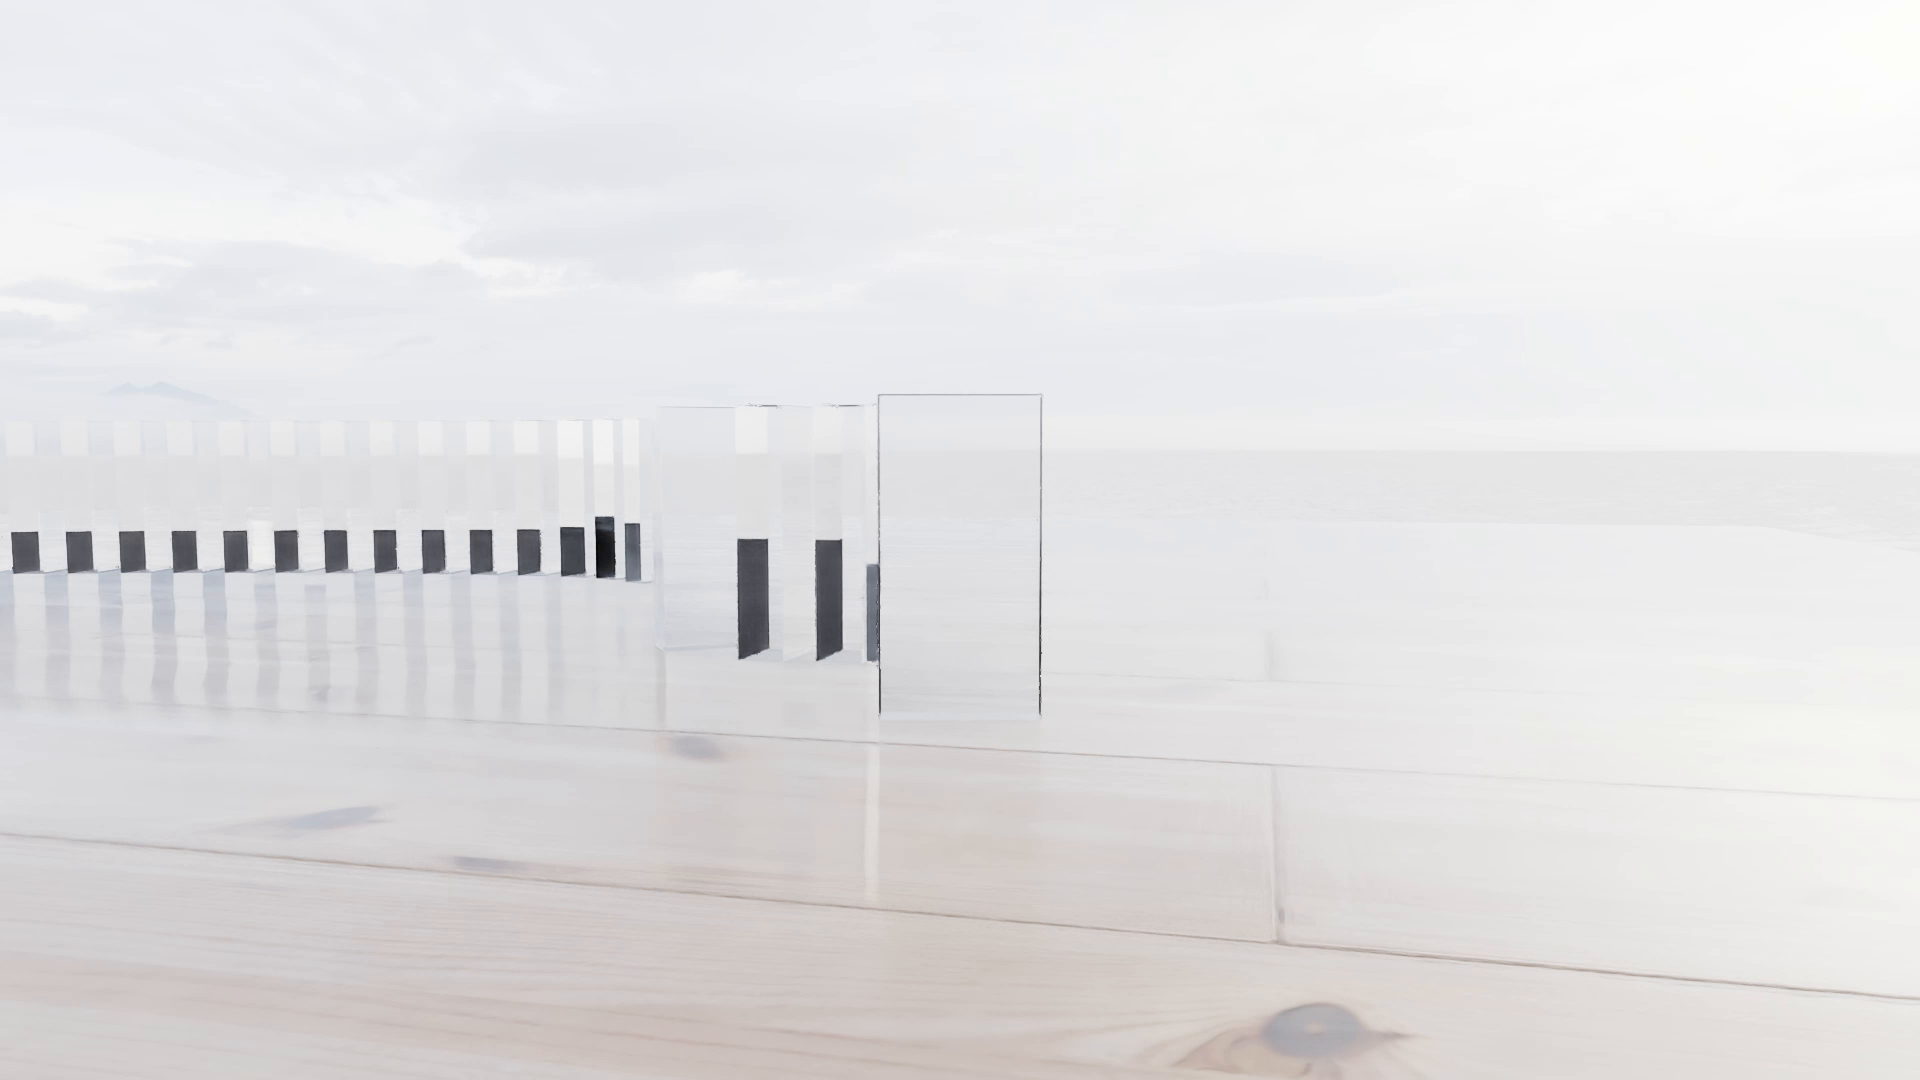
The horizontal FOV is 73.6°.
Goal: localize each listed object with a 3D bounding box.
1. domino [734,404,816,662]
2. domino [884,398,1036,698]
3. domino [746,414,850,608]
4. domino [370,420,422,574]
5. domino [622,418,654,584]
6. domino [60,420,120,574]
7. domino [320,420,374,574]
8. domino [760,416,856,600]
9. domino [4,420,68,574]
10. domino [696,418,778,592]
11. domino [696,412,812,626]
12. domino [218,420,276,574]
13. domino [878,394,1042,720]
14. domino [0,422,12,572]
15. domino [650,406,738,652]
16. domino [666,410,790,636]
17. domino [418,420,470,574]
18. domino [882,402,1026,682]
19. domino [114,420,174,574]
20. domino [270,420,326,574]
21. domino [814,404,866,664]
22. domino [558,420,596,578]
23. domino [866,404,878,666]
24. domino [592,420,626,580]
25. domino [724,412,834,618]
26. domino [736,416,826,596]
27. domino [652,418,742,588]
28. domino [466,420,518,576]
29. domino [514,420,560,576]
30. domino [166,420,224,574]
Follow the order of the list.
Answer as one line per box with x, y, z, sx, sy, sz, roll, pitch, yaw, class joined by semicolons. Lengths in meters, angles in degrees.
-0.036;-0.002;0.261;0.009;0.050;0.025;1;4;16;domino
0.000;0.001;0.218;0.025;0.050;0.009;0;4;-2;domino
-0.042;-0.008;0.337;0.025;0.050;0.009;1;4;7;domino
-0.186;-0.015;0.431;0.009;0.050;0.025;0;4;5;domino
-0.091;-0.012;0.400;0.025;0.050;0.010;-4;6;-44;domino
-0.289;-0.015;0.432;0.009;0.050;0.025;0;4;-4;domino
-0.203;-0.015;0.432;0.009;0.050;0.025;0;4;3;domino
-0.042;-0.009;0.354;0.025;0.050;0.009;-1;4;-13;domino
-0.306;-0.015;0.430;0.009;0.050;0.025;0;4;-5;domino
-0.065;-0.011;0.378;0.009;0.050;0.025;2;5;29;domino
-0.049;-0.005;0.304;0.025;0.050;0.009;1;4;11;domino
-0.238;-0.015;0.433;0.009;0.050;0.025;0;4;0;domino
0.000;0.002;0.201;0.025;0.050;0.010;0;4;0;domino
-0.323;-0.015;0.429;0.009;0.050;0.025;0;4;-5;domino
-0.051;-0.003;0.270;0.025;0.050;0.009;-2;5;-25;domino
-0.051;-0.004;0.287;0.025;0.050;0.009;0;4;6;domino
-0.169;-0.015;0.429;0.010;0.050;0.025;1;4;8;domino
-0.001;0.000;0.235;0.025;0.050;0.009;-1;4;-7;domino
-0.272;-0.015;0.433;0.009;0.050;0.025;0;4;-2;domino
-0.220;-0.015;0.433;0.010;0.050;0.025;0;4;2;domino
-0.020;-0.002;0.260;0.009;0.050;0.025;1;4;16;domino
-0.119;-0.014;0.419;0.009;0.050;0.025;2;5;20;domino
-0.005;-0.001;0.251;0.025;0.050;0.009;-2;5;-29;domino
-0.104;-0.013;0.411;0.009;0.050;0.025;3;5;36;domino
-0.045;-0.006;0.321;0.025;0.050;0.009;1;4;11;domino
-0.051;-0.010;0.369;0.009;0.050;0.025;4;6;41;domino
-0.079;-0.012;0.388;0.009;0.050;0.025;4;6;44;domino
-0.152;-0.014;0.427;0.009;0.050;0.025;1;4;9;domino
-0.136;-0.014;0.424;0.009;0.050;0.025;1;4;12;domino
-0.255;-0.015;0.433;0.009;0.050;0.025;0;4;-1;domino
